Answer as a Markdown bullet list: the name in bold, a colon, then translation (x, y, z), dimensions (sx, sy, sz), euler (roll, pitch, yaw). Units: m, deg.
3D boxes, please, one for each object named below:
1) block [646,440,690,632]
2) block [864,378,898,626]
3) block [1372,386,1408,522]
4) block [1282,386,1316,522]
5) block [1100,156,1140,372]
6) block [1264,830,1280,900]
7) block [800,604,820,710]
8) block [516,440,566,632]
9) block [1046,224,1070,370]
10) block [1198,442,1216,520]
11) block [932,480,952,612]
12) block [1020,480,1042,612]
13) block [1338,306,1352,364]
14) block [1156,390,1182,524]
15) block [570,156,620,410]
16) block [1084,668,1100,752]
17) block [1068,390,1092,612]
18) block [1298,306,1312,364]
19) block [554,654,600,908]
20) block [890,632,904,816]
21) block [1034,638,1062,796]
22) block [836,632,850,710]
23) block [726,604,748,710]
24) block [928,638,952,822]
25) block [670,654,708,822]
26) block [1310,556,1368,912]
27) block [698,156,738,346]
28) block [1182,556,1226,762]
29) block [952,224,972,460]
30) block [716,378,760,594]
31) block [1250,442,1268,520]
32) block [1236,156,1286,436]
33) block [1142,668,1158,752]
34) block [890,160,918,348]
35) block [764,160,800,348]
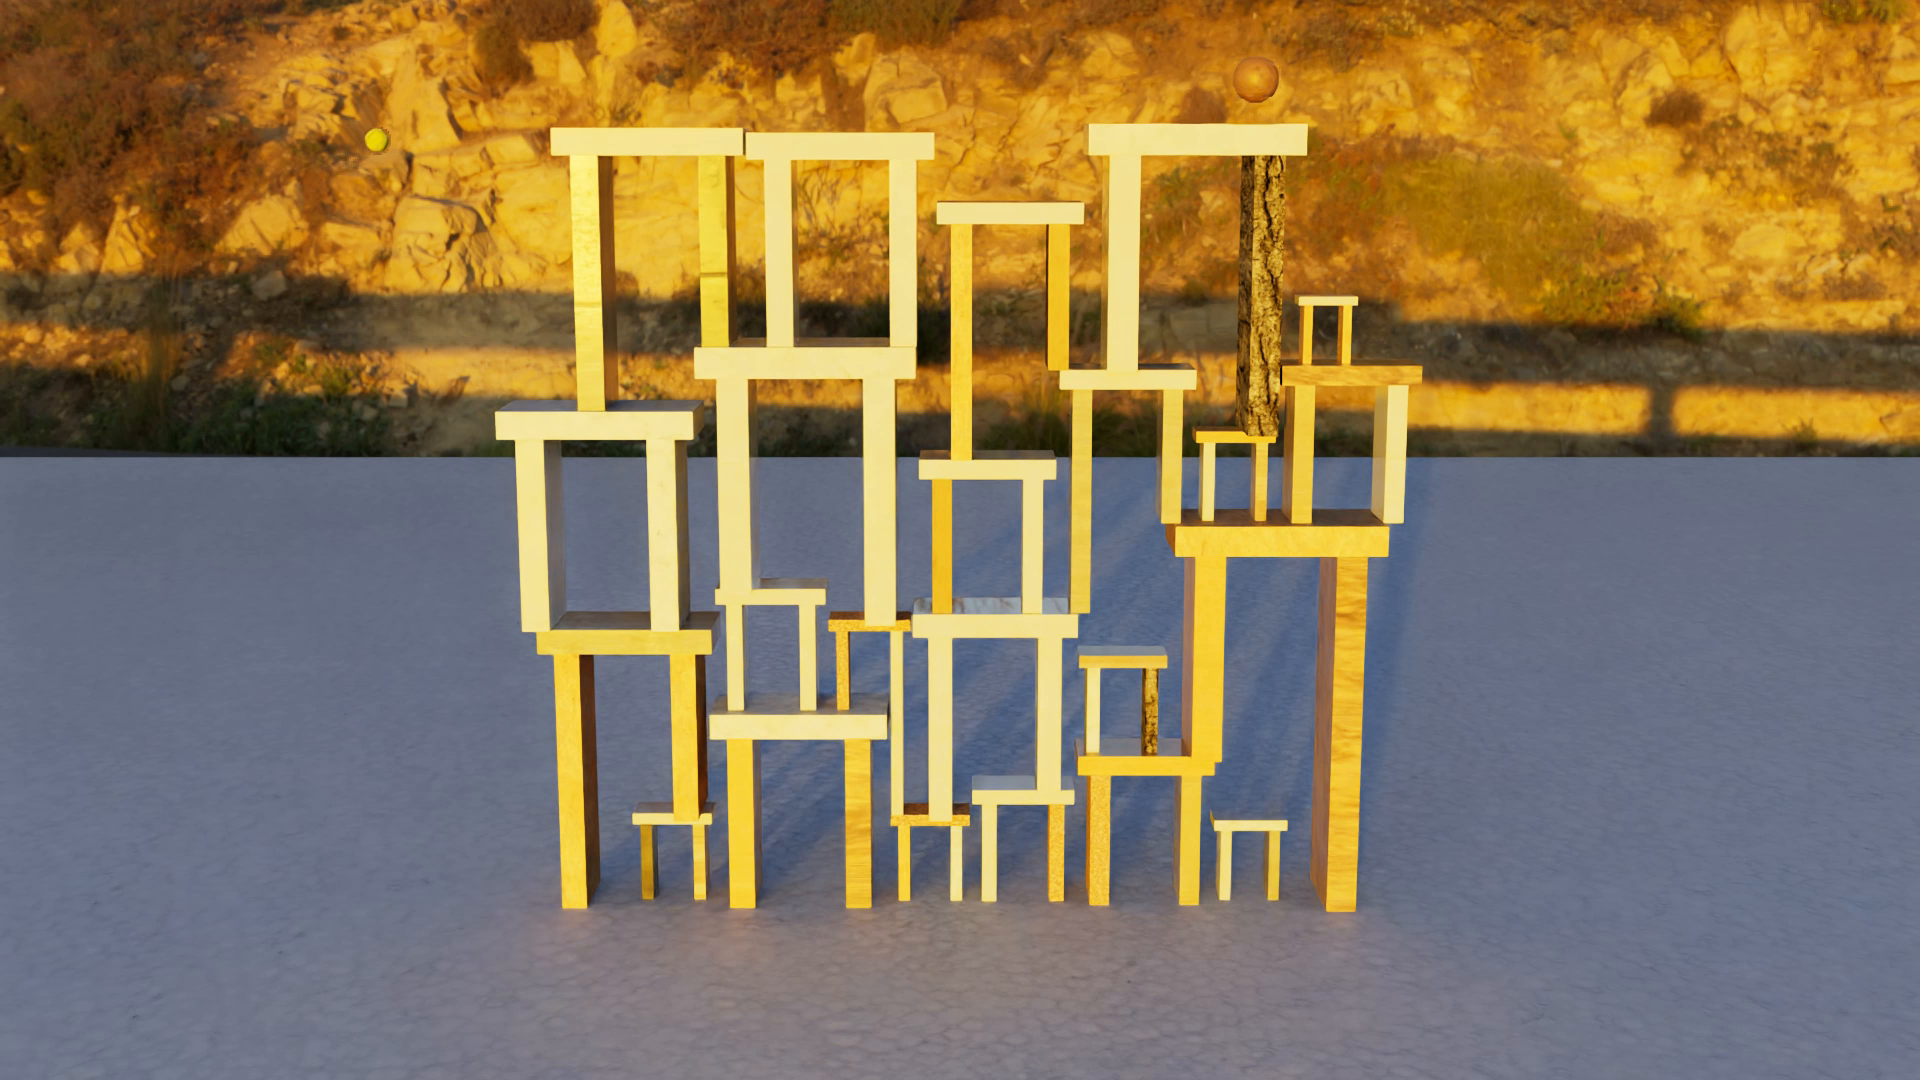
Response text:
- **block**: translation (-0.470, -0.020, 3.551), dimensions (0.044, 0.309, 0.154), euler (0, 11, 0)
- **block**: translation (-0.127, -0.073, 3.549), dimensions (0.049, 0.395, 0.172), euler (0, 11, 0)
- **block**: translation (0.691, -0.145, 3.537), dimensions (0.031, 0.220, 0.110), euler (0, 11, 0)
- **block**: translation (0.544, -0.145, 3.537), dimensions (0.031, 0.220, 0.110), euler (0, 11, 0)
- **block**: translation (0.253, -0.440, 3.473), dimensions (0.047, 0.333, 0.166), euler (0, 11, 0)
- **block**: translation (0.518, 0.531, 3.657), dimensions (0.017, 0.120, 0.060), euler (0, 11, 0)
- **block**: translation (-0.246, 0.182, 3.598), dimensions (0.025, 0.176, 0.088), euler (0, 11, 0)
- **block**: translation (-0.675, -0.020, 3.551), dimensions (0.044, 0.309, 0.154), euler (0, 11, 0)
- **block**: translation (0.154, -0.389, 3.487), dimensions (0.032, 0.228, 0.114), euler (0, 11, 0)
- **block**: translation (0.398, -0.099, 3.544), dimensions (0.018, 0.126, 0.063), euler (0, 11, 0)
- **block**: translation (-0.028, 0.000, 3.560), dimensions (0.031, 0.217, 0.108), euler (0, 11, 0)
- **block**: translation (0.116, 0.000, 3.560), dimensions (0.031, 0.217, 0.108), euler (0, 11, 0)
- **block**: translation (0.612, -0.329, 3.502), dimensions (0.013, 0.093, 0.046), euler (0, 11, 0)
- **block**: translation (0.336, -0.142, 3.533), dimensions (0.030, 0.214, 0.107), euler (0, 11, 0)
- **block**: translation (-0.579, -0.410, 3.488), dimensions (0.042, 0.395, 0.147), euler (0, 11, 0)
- **block**: translation (0.217, 0.271, 3.614), dimensions (0.020, 0.142, 0.071), euler (0, 11, 0)
- **block**: translation (0.193, -0.070, 3.546), dimensions (0.030, 0.360, 0.107), euler (0, 11, 0)
- **block**: translation (0.551, -0.329, 3.502), dimensions (0.013, 0.093, 0.046), euler (0, 11, 0)
- **block**: translation (-0.631, 0.380, 3.630), dimensions (0.040, 0.427, 0.140), euler (0, 11, 0)
- **block**: translation (-0.102, 0.294, 3.611), dimensions (0.019, 0.310, 0.066), euler (0, 11, 0)
- **block**: translation (0.144, 0.274, 3.609), dimensions (0.037, 0.264, 0.132), euler (0, 11, 0)
- **block**: translation (-0.190, 0.206, 3.595), dimensions (0.019, 0.131, 0.066), euler (0, 11, 0)
- **block**: translation (-0.364, 0.182, 3.598), dimensions (0.025, 0.176, 0.088), euler (0, 11, 0)
- **block**: translation (-0.031, 0.295, 3.613), dimensions (0.037, 0.307, 0.132), euler (0, 11, 0)
- **block**: translation (-0.445, 0.307, 3.617), dimensions (0.040, 0.279, 0.139), euler (0, 10, 0)
- **block**: translation (0.621, 0.300, 3.614), dimensions (0.048, 0.589, 0.168), euler (0, 11, 0)
- **block**: translation (-0.382, -0.460, 3.478), dimensions (0.042, 0.294, 0.147), euler (0, 11, 0)
- **block**: translation (0.397, 0.176, 3.591), dimensions (0.048, 0.337, 0.168), euler (0, 11, 0)
- **block**: translation (0.002, -0.319, 3.500), dimensions (0.032, 0.371, 0.114), euler (0, 11, 0)
- **block**: translation (-0.356, -0.098, 3.543), dimensions (0.049, 0.344, 0.172), euler (0, 11, -1)
- **block**: translation (0.481, -0.099, 3.544), dimensions (0.018, 0.126, 0.063), euler (0, 11, 0)
- **block**: translation (0.475, -0.390, 3.482), dimensions (0.047, 0.434, 0.167), euler (0, 11, 0)
- **block**: translation (0.312, 0.271, 3.614), dimensions (0.020, 0.142, 0.071), euler (0, 11, 0)
- **block**: translation (-0.088, -0.456, 3.475), dimensions (0.041, 0.288, 0.144), euler (0, 11, 0)
- **block**: translation (-0.281, -0.456, 3.474), dimensions (0.041, 0.288, 0.144), euler (0, 11, 0)
